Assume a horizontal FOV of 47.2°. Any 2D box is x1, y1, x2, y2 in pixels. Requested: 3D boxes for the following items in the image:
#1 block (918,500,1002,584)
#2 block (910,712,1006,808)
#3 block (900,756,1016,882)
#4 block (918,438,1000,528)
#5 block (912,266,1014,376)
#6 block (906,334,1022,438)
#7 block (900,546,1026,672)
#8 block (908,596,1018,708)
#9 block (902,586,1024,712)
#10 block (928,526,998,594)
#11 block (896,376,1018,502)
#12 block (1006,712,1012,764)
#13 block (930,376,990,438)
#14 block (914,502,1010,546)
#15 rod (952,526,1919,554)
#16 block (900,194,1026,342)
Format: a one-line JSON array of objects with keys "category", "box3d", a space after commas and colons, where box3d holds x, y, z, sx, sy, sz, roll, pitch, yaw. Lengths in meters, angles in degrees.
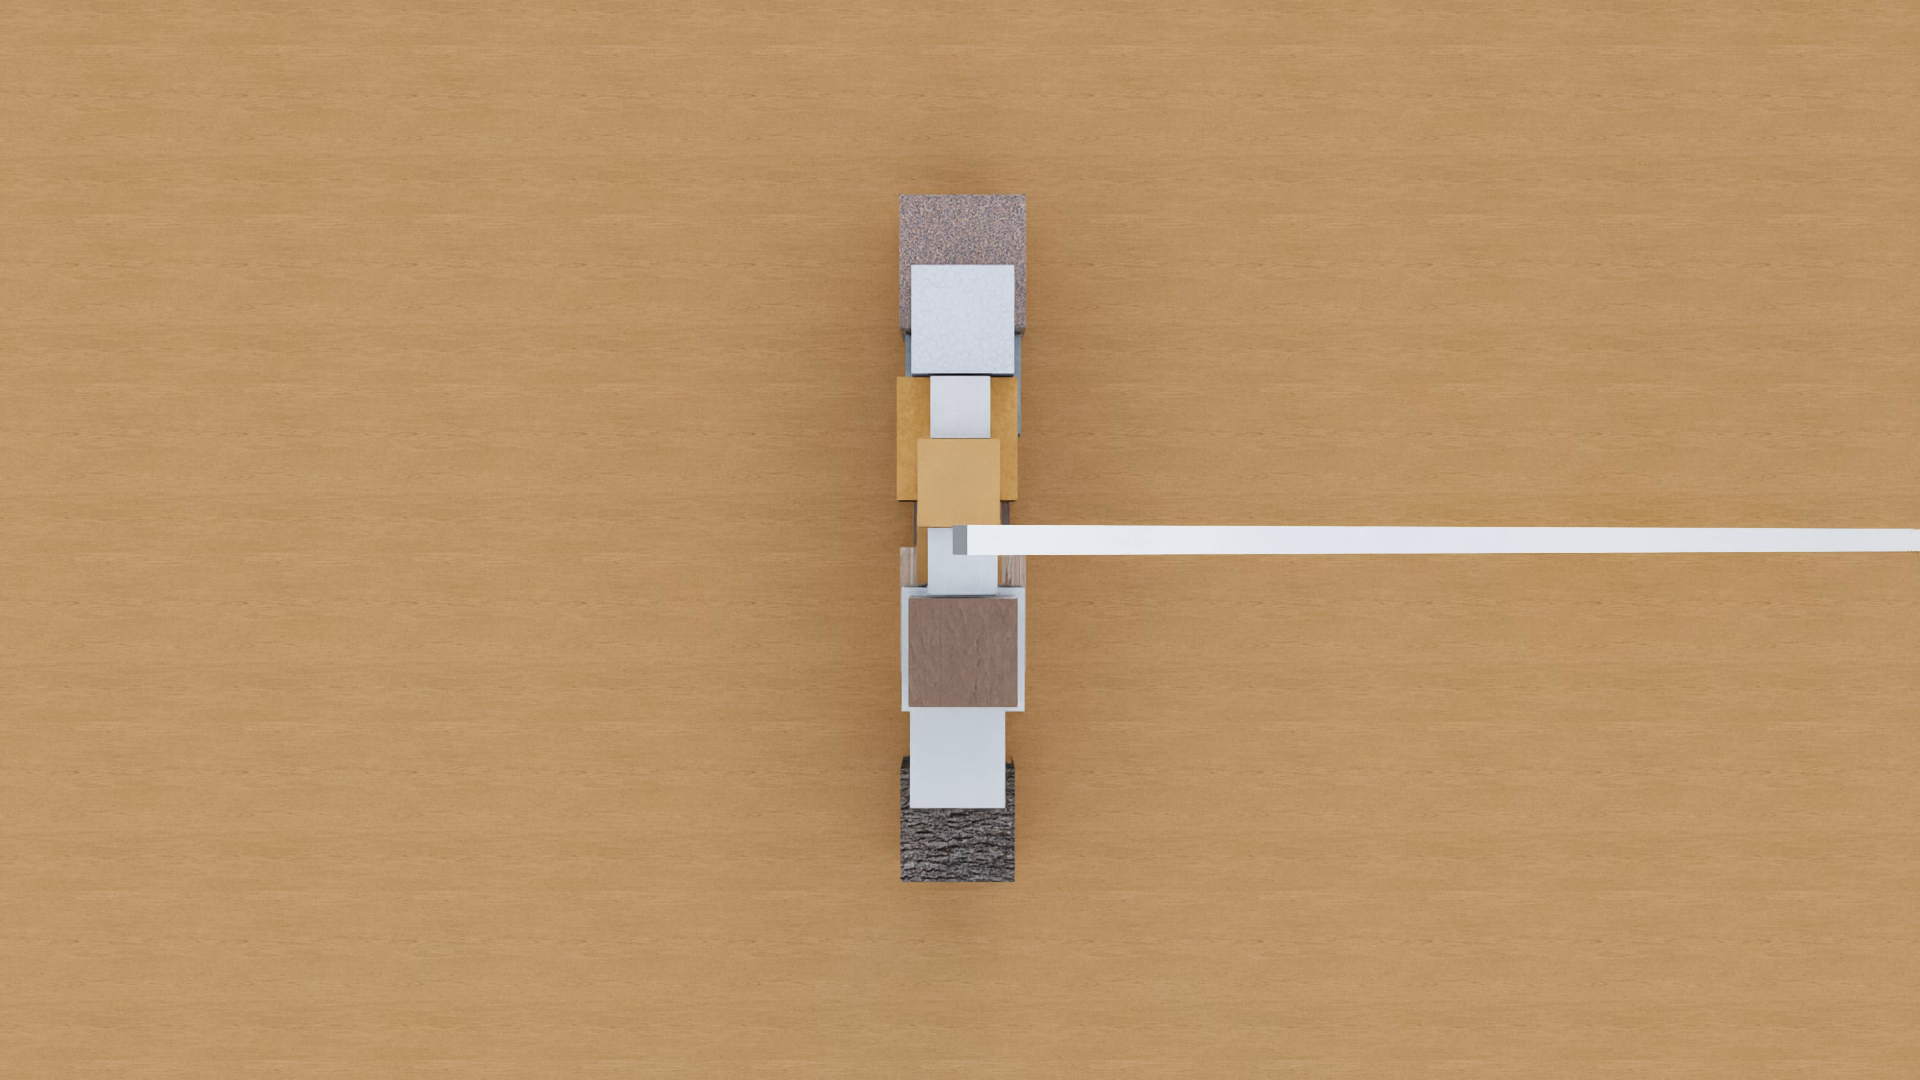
[{"category": "block", "box3d": [-0.004, 0.014, 12.066, 0.456, 0.404, 0.445, 0, 89, 0]}, {"category": "block", "box3d": [-0.012, 1.179, 12.059, 0.510, 0.468, 0.533, 0, 89, 0]}, {"category": "block", "box3d": [-0.013, 1.596, 12.645, 0.641, 0.709, 0.633, 0, 90, 0]}, {"category": "block", "box3d": [-0.007, -0.294, 11.508, 0.421, 0.463, 0.452, 0, 90, 0]}, {"category": "block", "box3d": [0.015, -1.164, 11.872, 0.541, 0.588, 0.570, 0, 90, 0]}, {"category": "block", "box3d": [0.018, -0.883, 12.734, 0.656, 0.532, 0.561, 0, 90, 0]}, {"category": "block", "box3d": [0.017, 0.390, 12.634, 0.701, 0.733, 0.697, 0, 90, 0]}, {"category": "block", "box3d": [0.015, 0.573, 11.405, 0.556, 0.477, 0.552, 0, 90, 0]}, {"category": "block", "box3d": [0.017, 0.580, 11.956, 0.650, 0.623, 0.655, 0, 90, 0]}, {"category": "block", "box3d": [0.014, 0.110, 11.495, 0.359, 0.309, 0.345, 0, 88, 0]}, {"category": "block", "box3d": [-0.015, -0.542, 12.047, 0.644, 0.615, 0.657, 0, 90, 0]}, {"category": "block", "box3d": [0.018, 1.009, 12.744, 0.547, 0.512, 0.522, 0, 90, 0]}, {"category": "block", "box3d": [0.002, -0.689, 11.571, 0.309, 0.338, 0.320, 0, 90, 0]}, {"category": "block", "box3d": [0.009, -0.281, 12.677, 0.537, 0.645, 0.624, 0, 90, 0]}, {"category": "rod", "box3d": [2.234, 0.000, 7.230, 5.200, 0.080, 0.080, 0, 90, -31]}, {"category": "block", "box3d": [0.015, -1.543, 12.583, 0.702, 0.834, 0.739, 0, 90, 0]}]
